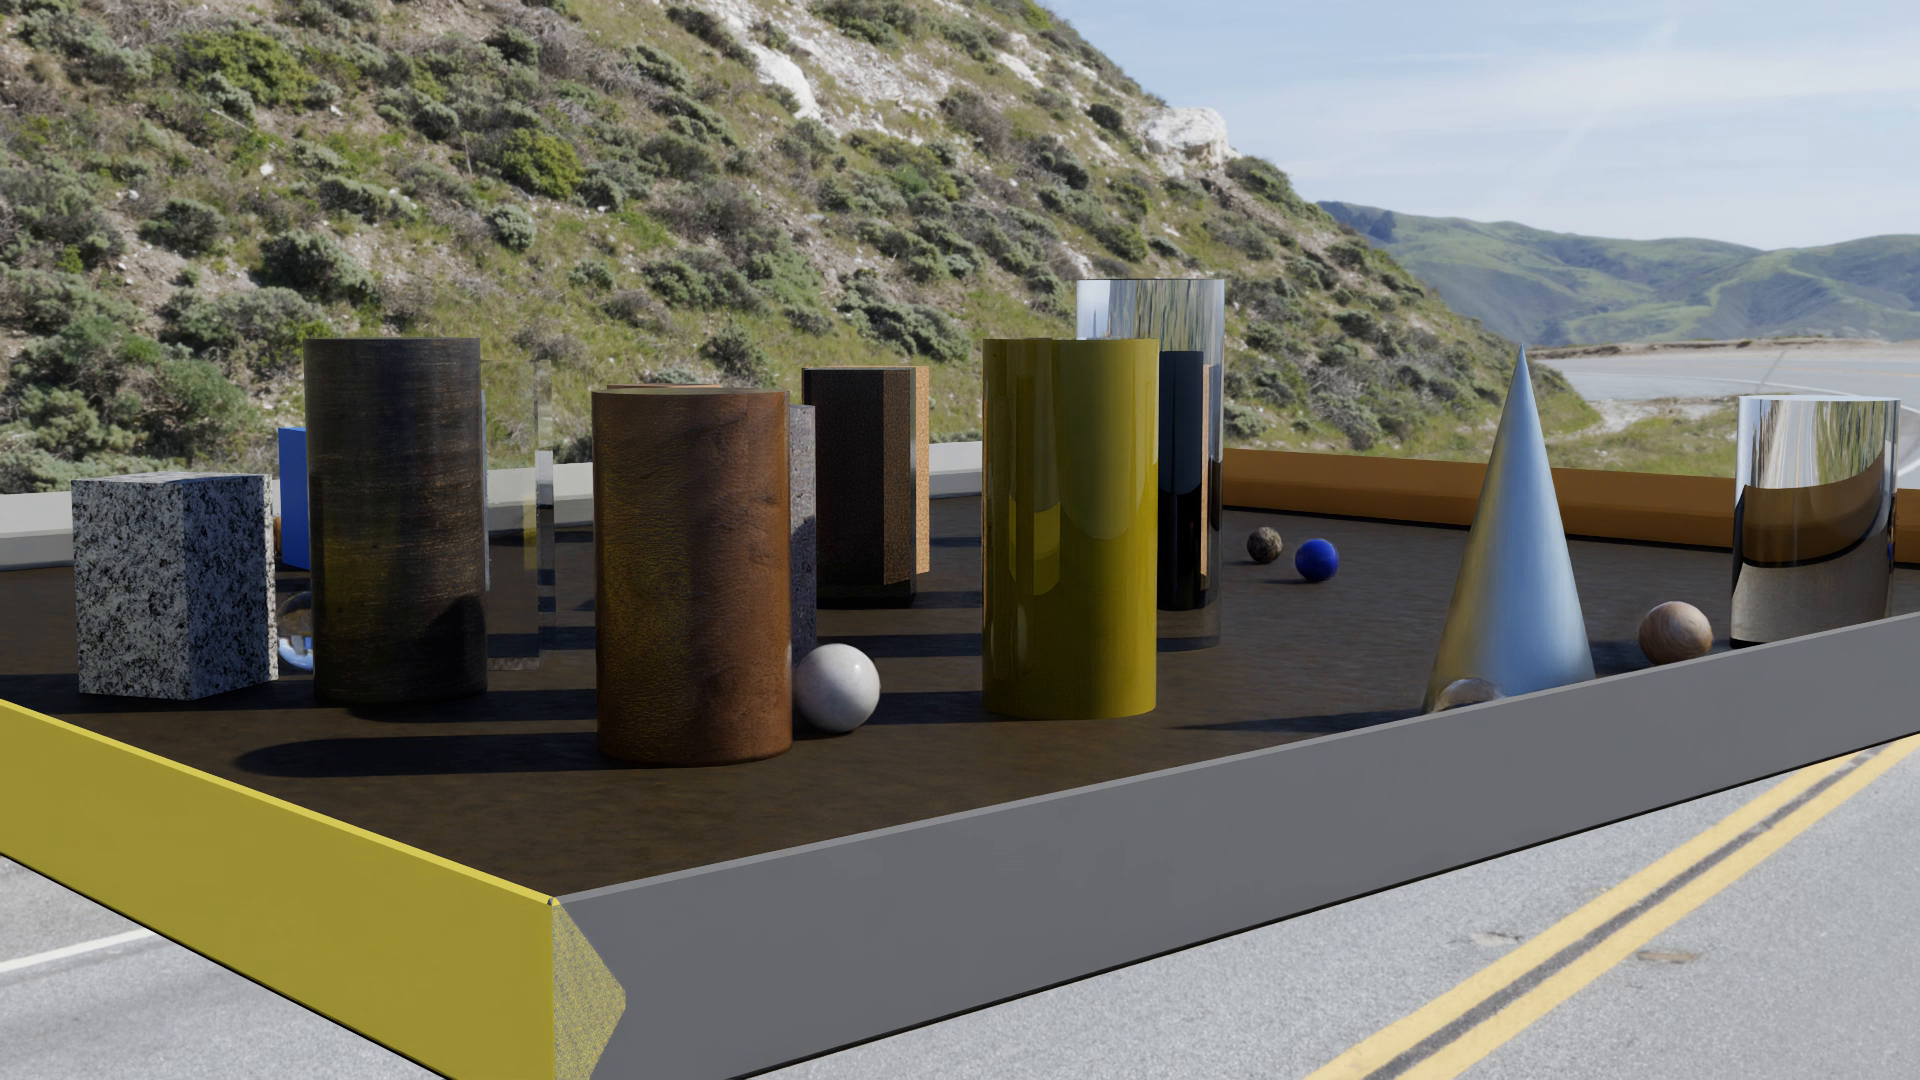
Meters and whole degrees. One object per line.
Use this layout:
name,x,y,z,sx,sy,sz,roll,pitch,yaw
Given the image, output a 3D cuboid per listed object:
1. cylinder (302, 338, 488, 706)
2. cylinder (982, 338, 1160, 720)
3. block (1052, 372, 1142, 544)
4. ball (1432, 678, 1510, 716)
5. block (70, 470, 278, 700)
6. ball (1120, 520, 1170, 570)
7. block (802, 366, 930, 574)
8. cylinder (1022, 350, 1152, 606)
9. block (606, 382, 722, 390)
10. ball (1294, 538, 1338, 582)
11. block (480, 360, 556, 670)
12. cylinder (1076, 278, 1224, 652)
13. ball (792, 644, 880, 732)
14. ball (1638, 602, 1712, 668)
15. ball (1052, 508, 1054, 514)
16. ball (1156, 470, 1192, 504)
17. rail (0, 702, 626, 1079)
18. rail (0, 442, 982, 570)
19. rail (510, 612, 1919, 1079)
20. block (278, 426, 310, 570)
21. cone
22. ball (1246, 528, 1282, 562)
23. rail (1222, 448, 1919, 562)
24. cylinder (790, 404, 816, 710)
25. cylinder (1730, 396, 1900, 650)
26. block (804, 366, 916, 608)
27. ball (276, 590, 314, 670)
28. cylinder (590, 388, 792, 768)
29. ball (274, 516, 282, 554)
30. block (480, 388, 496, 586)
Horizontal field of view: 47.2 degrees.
cylinder,-0.654,-0.027,2.556,0.198,0.413,0.198,0,6,0
cylinder,0.124,-0.019,2.477,0.198,0.413,0.198,0,6,0
block,0.265,-0.162,4.263,0.159,0.326,0.159,0,6,-1
ball,0.512,0.178,2.190,0.081,0.081,0.081,0,6,0
block,-0.929,0.050,2.608,0.159,0.249,0.159,2,6,20
ball,0.319,0.008,3.798,0.085,0.085,0.085,0,6,0
block,-0.159,-0.117,3.717,0.159,0.350,0.159,3,7,25
cylinder,0.197,-0.101,3.406,0.198,0.382,0.198,0,6,0
block,-0.583,-0.157,4.351,0.159,0.299,0.159,4,7,33
ball,0.587,0.033,3.625,0.071,0.071,0.071,0,6,0
block,-0.606,-0.036,2.789,0.159,0.381,0.159,0,6,-3
cylinder,0.253,-0.105,2.950,0.198,0.485,0.198,0,6,0
ball,-0.131,0.157,2.329,0.094,0.094,0.094,0,6,0
ball,0.886,0.119,2.722,0.087,0.087,0.087,0,6,0
ball,0.213,-0.052,4.555,0.048,0.048,0.048,0,6,0
ball,0.491,-0.120,5.054,0.079,0.079,0.079,0,6,0
rail,-1.177,0.146,2.252,0.045,0.129,2.877,-5,8,-42
rail,-0.959,-0.074,4.366,3.250,0.129,0.045,-5,8,-42
rail,0.959,0.141,2.298,3.250,0.129,0.045,-5,8,-42
block,-1.090,-0.077,3.865,0.159,0.239,0.159,-4,7,-35
cone,0.603,-0.008,2.380,0.198,0.412,0.198,0,6,0
ball,0.539,0.009,3.892,0.063,0.063,0.063,0,6,0
rail,1.177,-0.079,4.412,0.045,0.129,2.877,-5,8,-42
cylinder,-0.263,0.017,2.503,0.198,0.336,0.198,0,6,0
cylinder,1.120,-0.021,2.884,0.198,0.331,0.198,0,6,0
block,-0.151,-0.084,3.372,0.159,0.357,0.159,0,6,2
ball,-0.802,0.112,2.729,0.099,0.099,0.099,0,6,0
cylinder,-0.270,0.031,2.228,0.198,0.364,0.198,0,6,0
ball,-1.226,-0.009,4.012,0.075,0.075,0.075,0,6,0
block,-0.857,-0.089,3.594,0.159,0.319,0.159,-2,6,-22
